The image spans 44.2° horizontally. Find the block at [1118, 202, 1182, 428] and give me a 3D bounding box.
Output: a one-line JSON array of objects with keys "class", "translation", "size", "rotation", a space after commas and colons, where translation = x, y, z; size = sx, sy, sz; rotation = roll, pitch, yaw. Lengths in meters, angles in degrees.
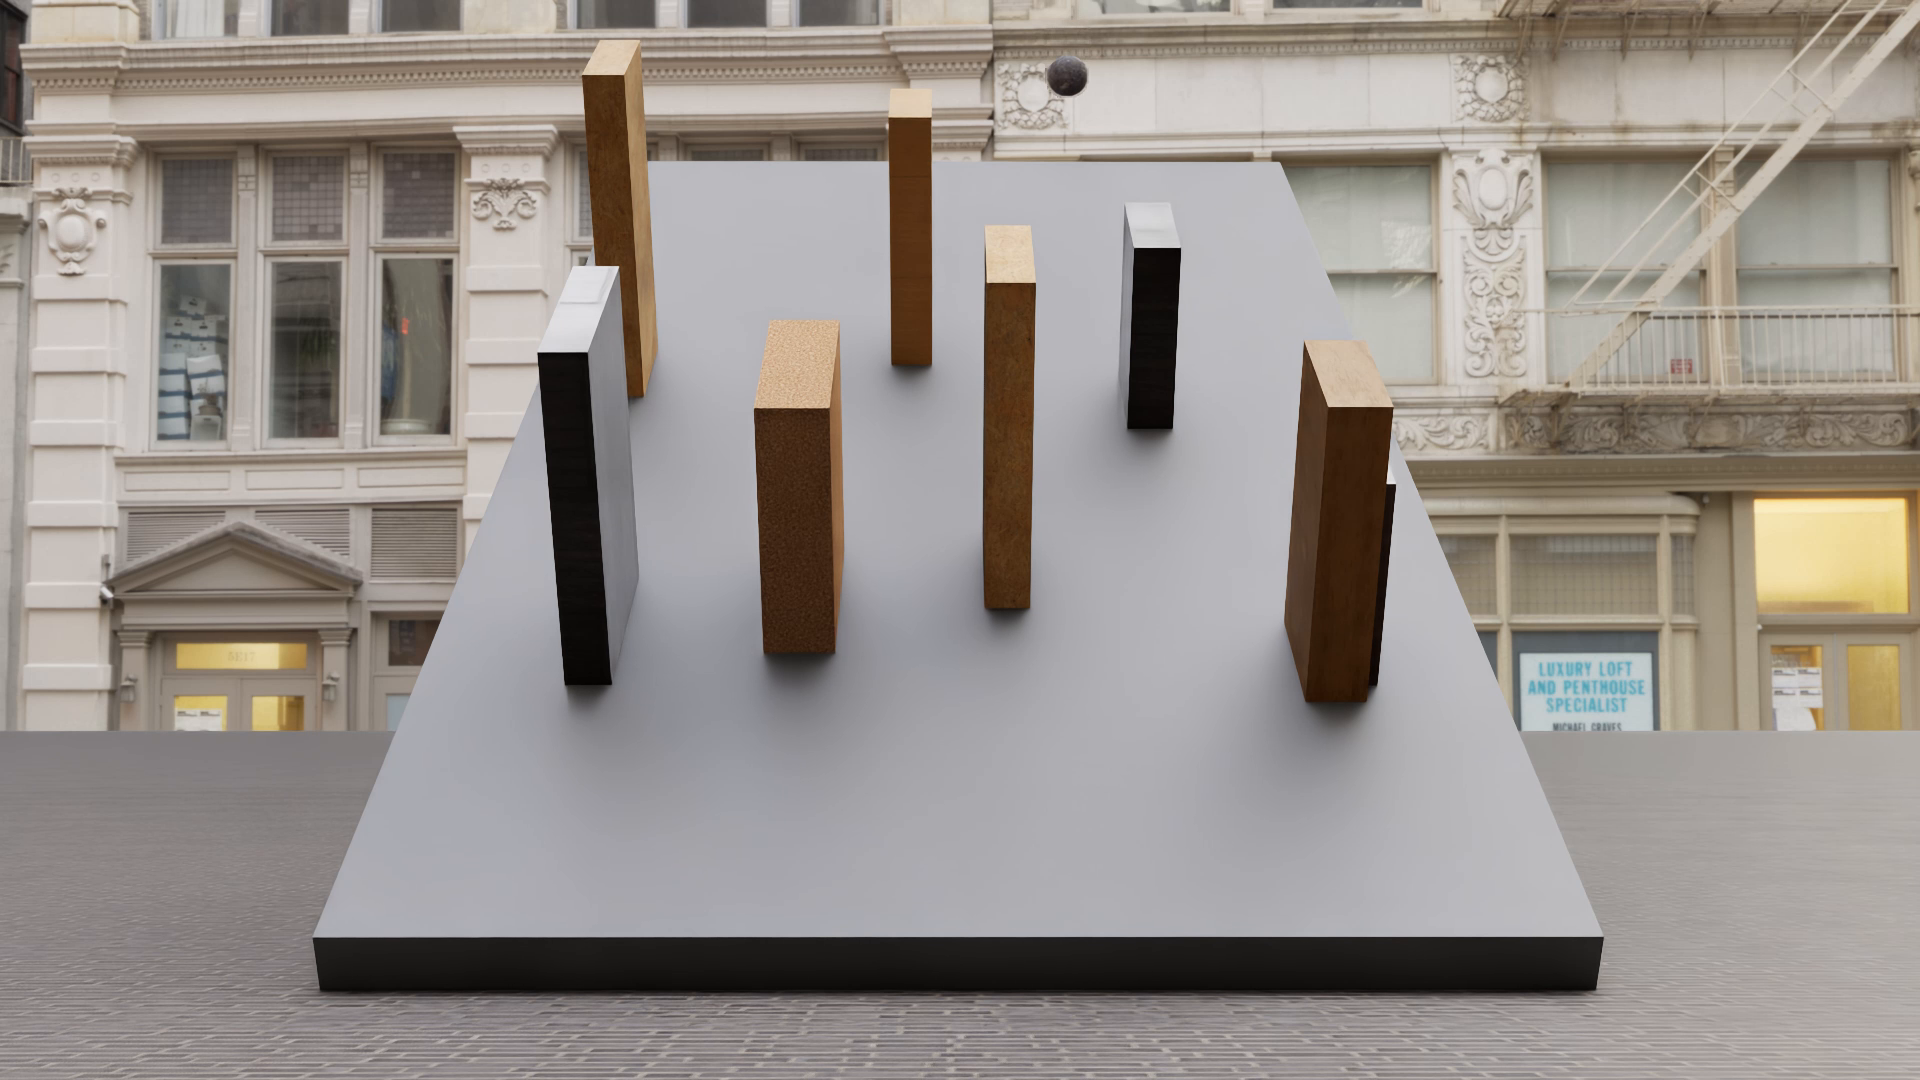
[{"class": "block", "translation": [0.436, -0.521, 5.460], "size": [0.105, 0.436, 0.316], "rotation": [0, 26, 0]}]

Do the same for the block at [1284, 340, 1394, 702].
[{"class": "block", "translation": [0.686, -0.035, 4.314], "size": [0.112, 0.584, 0.310], "rotation": [0, 26, 0]}]

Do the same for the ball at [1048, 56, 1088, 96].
[{"class": "ball", "translation": [0.307, -1.327, 6.751], "size": [0.116, 0.116, 0.116], "rotation": [0, -4, 0]}]

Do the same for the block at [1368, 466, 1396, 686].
[{"class": "block", "translation": [0.730, 0.022, 4.394], "size": [0.082, 0.410, 0.279], "rotation": [0, 26, 0]}]

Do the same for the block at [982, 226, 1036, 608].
[{"class": "block", "translation": [0.093, -0.241, 4.623], "size": [0.090, 0.676, 0.324], "rotation": [0, 26, 0]}]

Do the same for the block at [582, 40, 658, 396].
[{"class": "block", "translation": [-0.793, -0.753, 5.543], "size": [0.094, 0.772, 0.304], "rotation": [0, 26, 0]}]

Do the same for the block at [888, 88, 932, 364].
[{"class": "block", "translation": [-0.118, -0.759, 5.731], "size": [0.100, 0.619, 0.243], "rotation": [0, 26, 0]}]

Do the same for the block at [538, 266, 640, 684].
[{"class": "block", "translation": [-0.686, -0.124, 4.402], "size": [0.087, 0.659, 0.435], "rotation": [0, 26, 0]}]

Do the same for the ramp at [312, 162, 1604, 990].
[{"class": "ramp", "translation": [-0.010, -0.228, 5.470], "size": [2.000, 0.100, 4.000], "rotation": [0, 26, 0]}]

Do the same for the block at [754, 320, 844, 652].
[{"class": "block", "translation": [-0.304, -0.109, 4.550], "size": [0.136, 0.502, 0.439], "rotation": [0, 26, 0]}]
